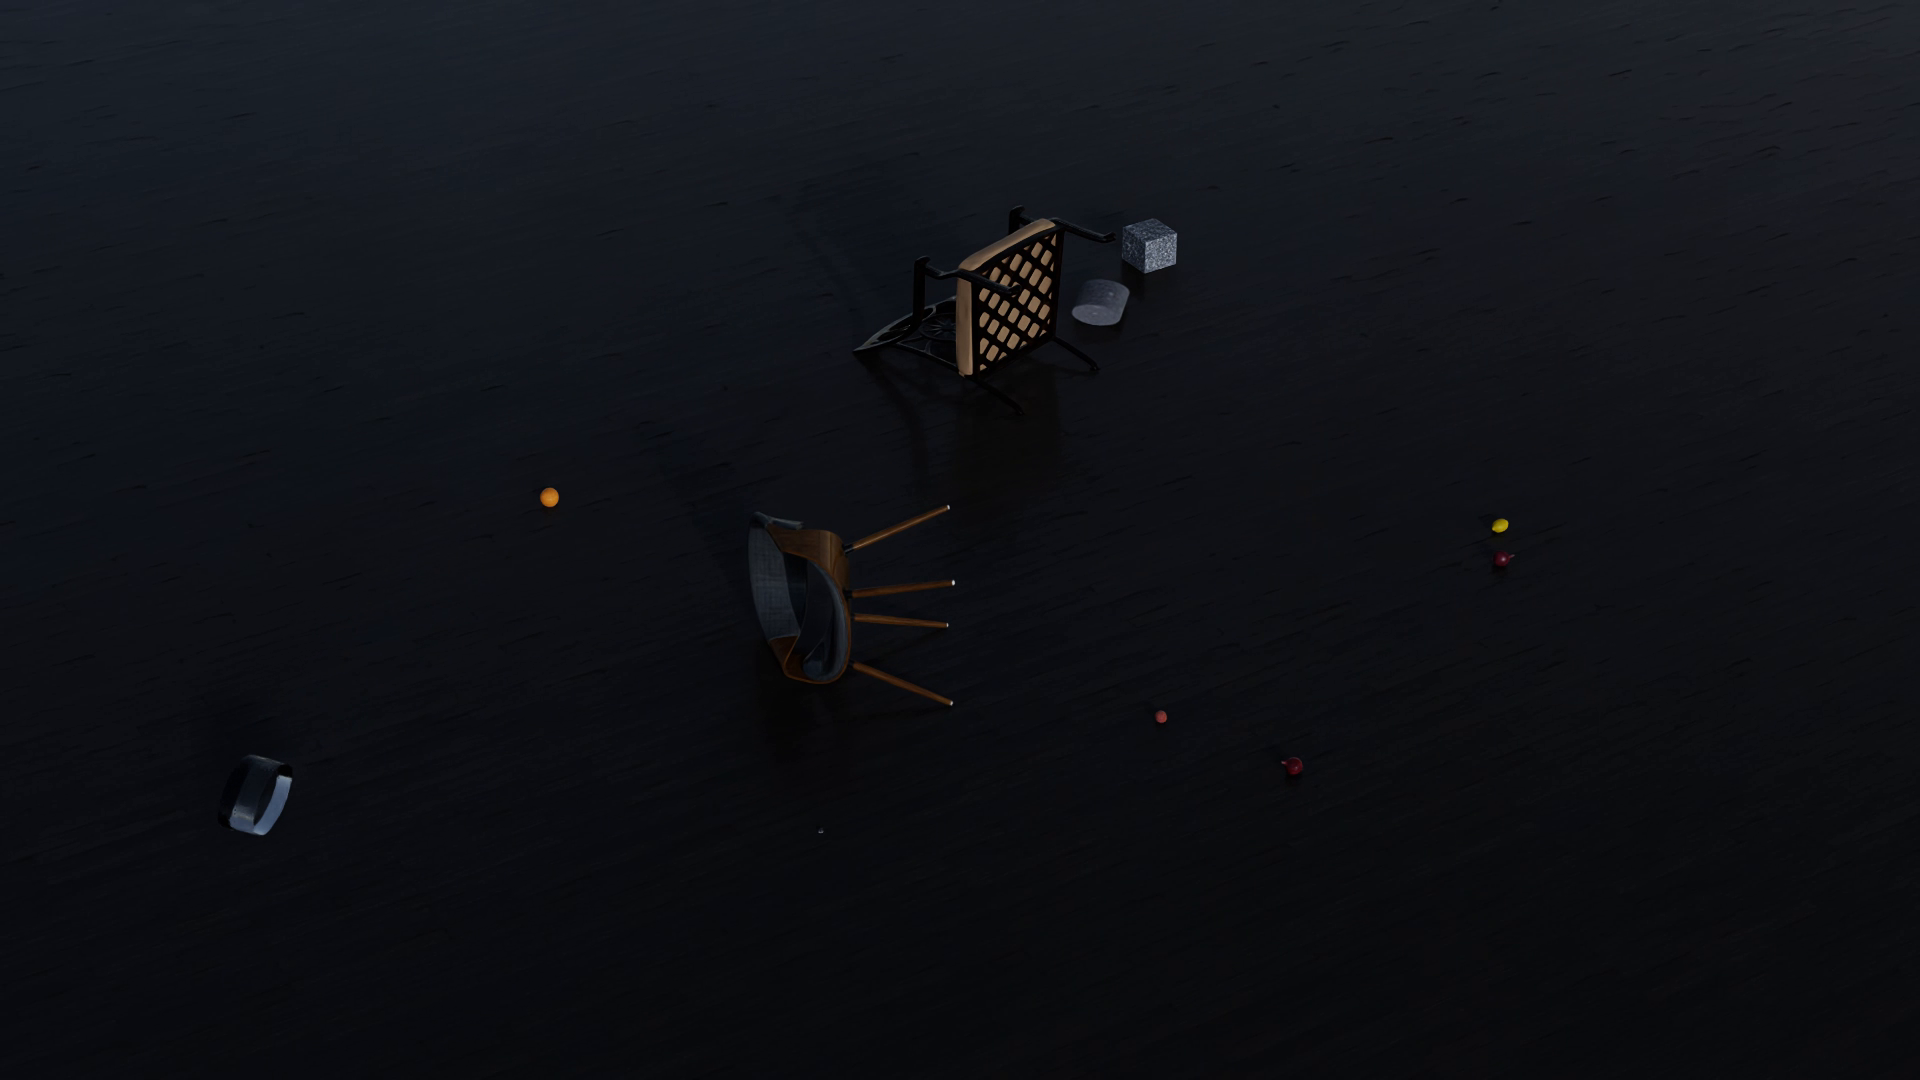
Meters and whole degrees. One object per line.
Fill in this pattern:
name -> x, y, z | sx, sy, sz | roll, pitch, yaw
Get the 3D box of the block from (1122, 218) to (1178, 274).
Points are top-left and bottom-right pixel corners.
block -> 0.824, -1.280, 12.750 | 0.167, 0.151, 0.170 | -19, 38, -27

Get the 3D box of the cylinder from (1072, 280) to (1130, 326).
cylinder -> 0.594, -1.003, 12.380 | 0.210, 0.096, 0.226 | 9, 34, 9

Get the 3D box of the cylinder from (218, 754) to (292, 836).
cylinder -> -2.287, 0.827, 9.518 | 0.135, 0.160, 0.256 | 12, 64, 18
